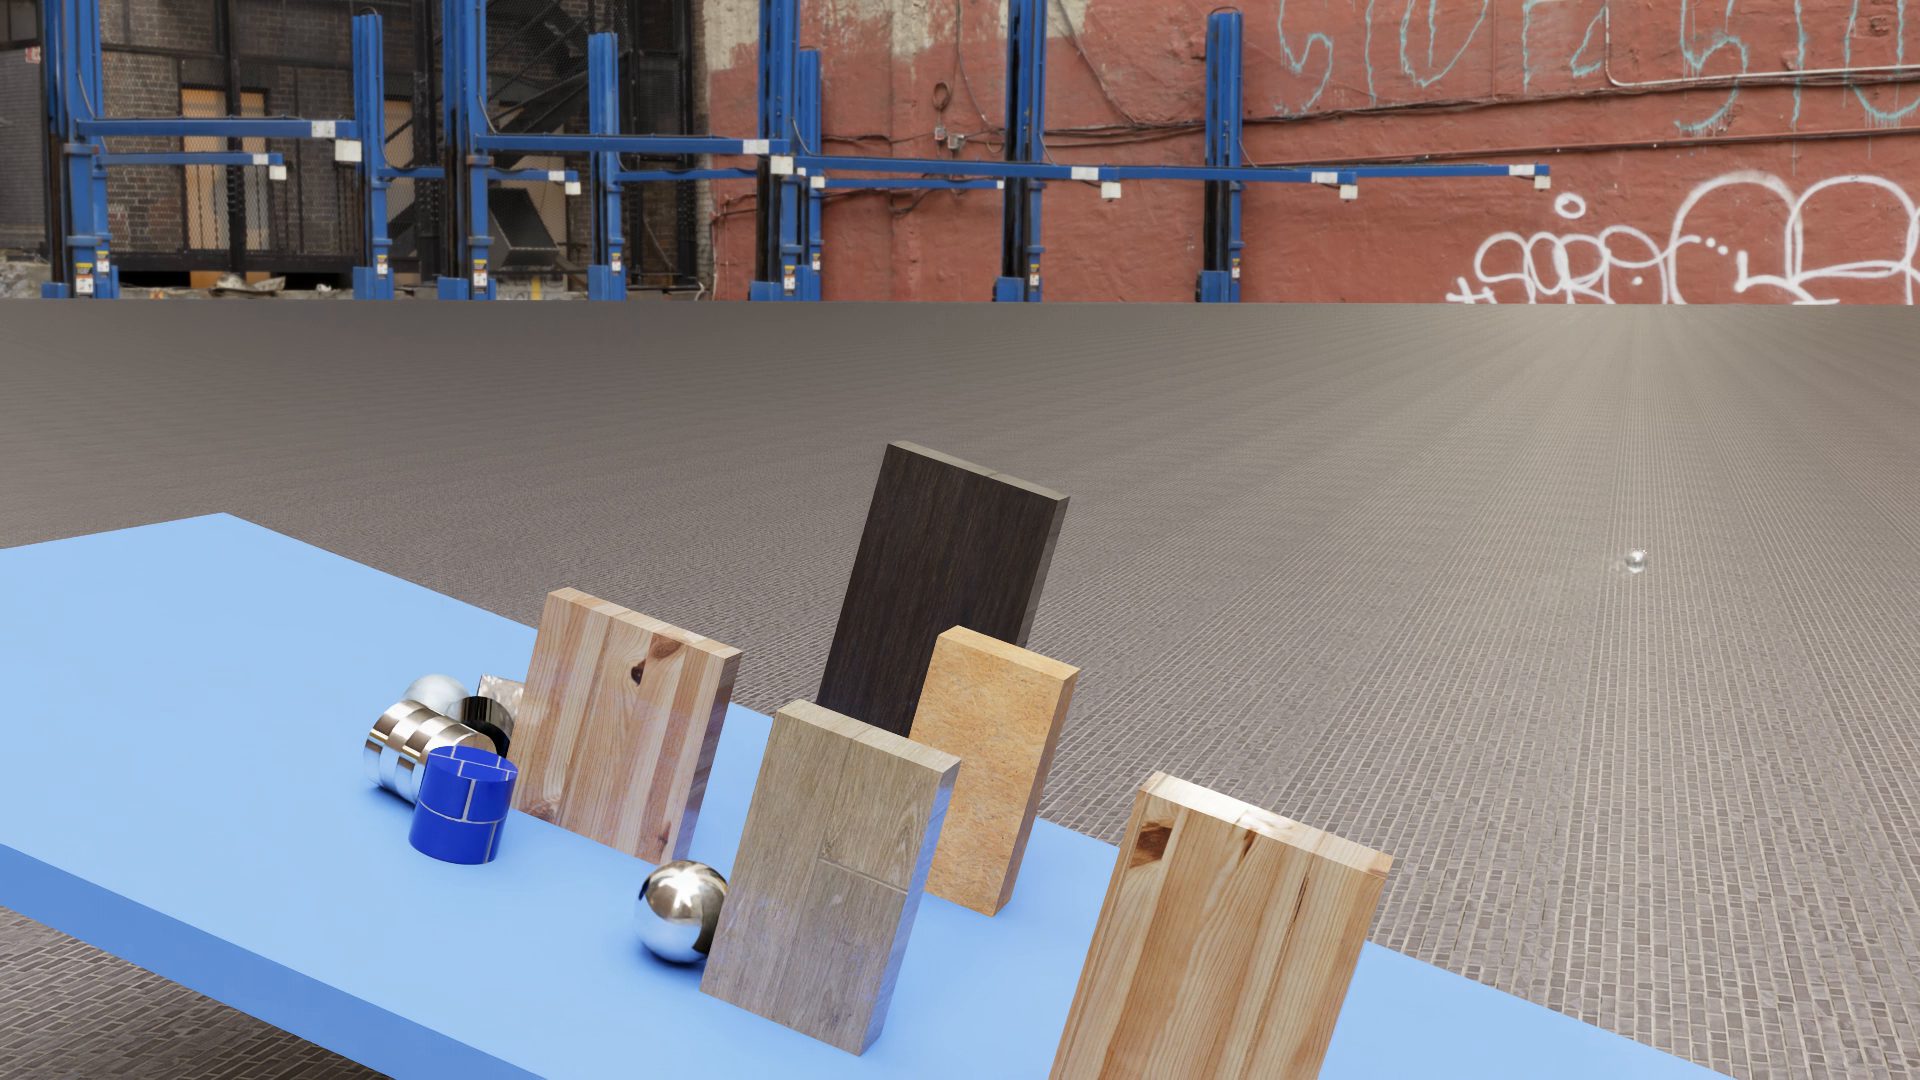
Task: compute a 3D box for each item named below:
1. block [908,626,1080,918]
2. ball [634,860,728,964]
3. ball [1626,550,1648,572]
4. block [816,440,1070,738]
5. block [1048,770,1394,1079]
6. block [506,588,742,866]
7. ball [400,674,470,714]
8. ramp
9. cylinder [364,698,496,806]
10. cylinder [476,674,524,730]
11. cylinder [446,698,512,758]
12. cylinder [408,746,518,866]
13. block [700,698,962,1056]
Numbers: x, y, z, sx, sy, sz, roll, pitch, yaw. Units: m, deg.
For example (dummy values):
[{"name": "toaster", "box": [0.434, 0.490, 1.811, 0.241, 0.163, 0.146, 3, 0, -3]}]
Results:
[{"name": "block", "box": [0.030, 0.466, 4.454, 0.270, 0.513, 0.131, 19, 12, 14]}, {"name": "ball", "box": [-0.473, 0.640, 3.784, 0.176, 0.176, 0.176, 0, 7, 0]}, {"name": "ball", "box": [4.223, 0.134, 13.721, 0.137, 0.137, 0.137, 0, 7, 0]}, {"name": "block", "box": [-0.065, 0.218, 4.818, 0.396, 0.785, 0.107, 19, 12, 14]}, {"name": "block", "box": [0.356, 0.727, 3.263, 0.370, 0.668, 0.126, 19, 12, 14]}, {"name": "block", "box": [-0.657, 0.359, 4.223, 0.380, 0.432, 0.087, 19, 12, 14]}, {"name": "ball", "box": [-1.062, 0.345, 4.458, 0.146, 0.146, 0.146, 0, 7, 0]}, {"name": "ramp", "box": [-0.372, 0.721, 4.236, 4.000, 0.100, 2.000, 19, 12, 14]}, {"name": "cylinder", "box": [-0.999, 0.414, 4.147, 0.174, 0.174, 0.174, 27, 20, 28]}, {"name": "cylinder", "box": [-0.916, 0.370, 4.501, 0.162, 0.162, 0.162, 13, 4, -13]}, {"name": "cylinder", "box": [-0.956, 0.401, 4.339, 0.147, 0.147, 0.147, -1, 12, -12]}, {"name": "cylinder", "box": [-0.902, 0.480, 3.989, 0.163, 0.163, 0.163, 15, 11, -3]}, {"name": "block", "box": [-0.218, 0.561, 3.668, 0.299, 0.510, 0.107, 19, 12, 14]}]
